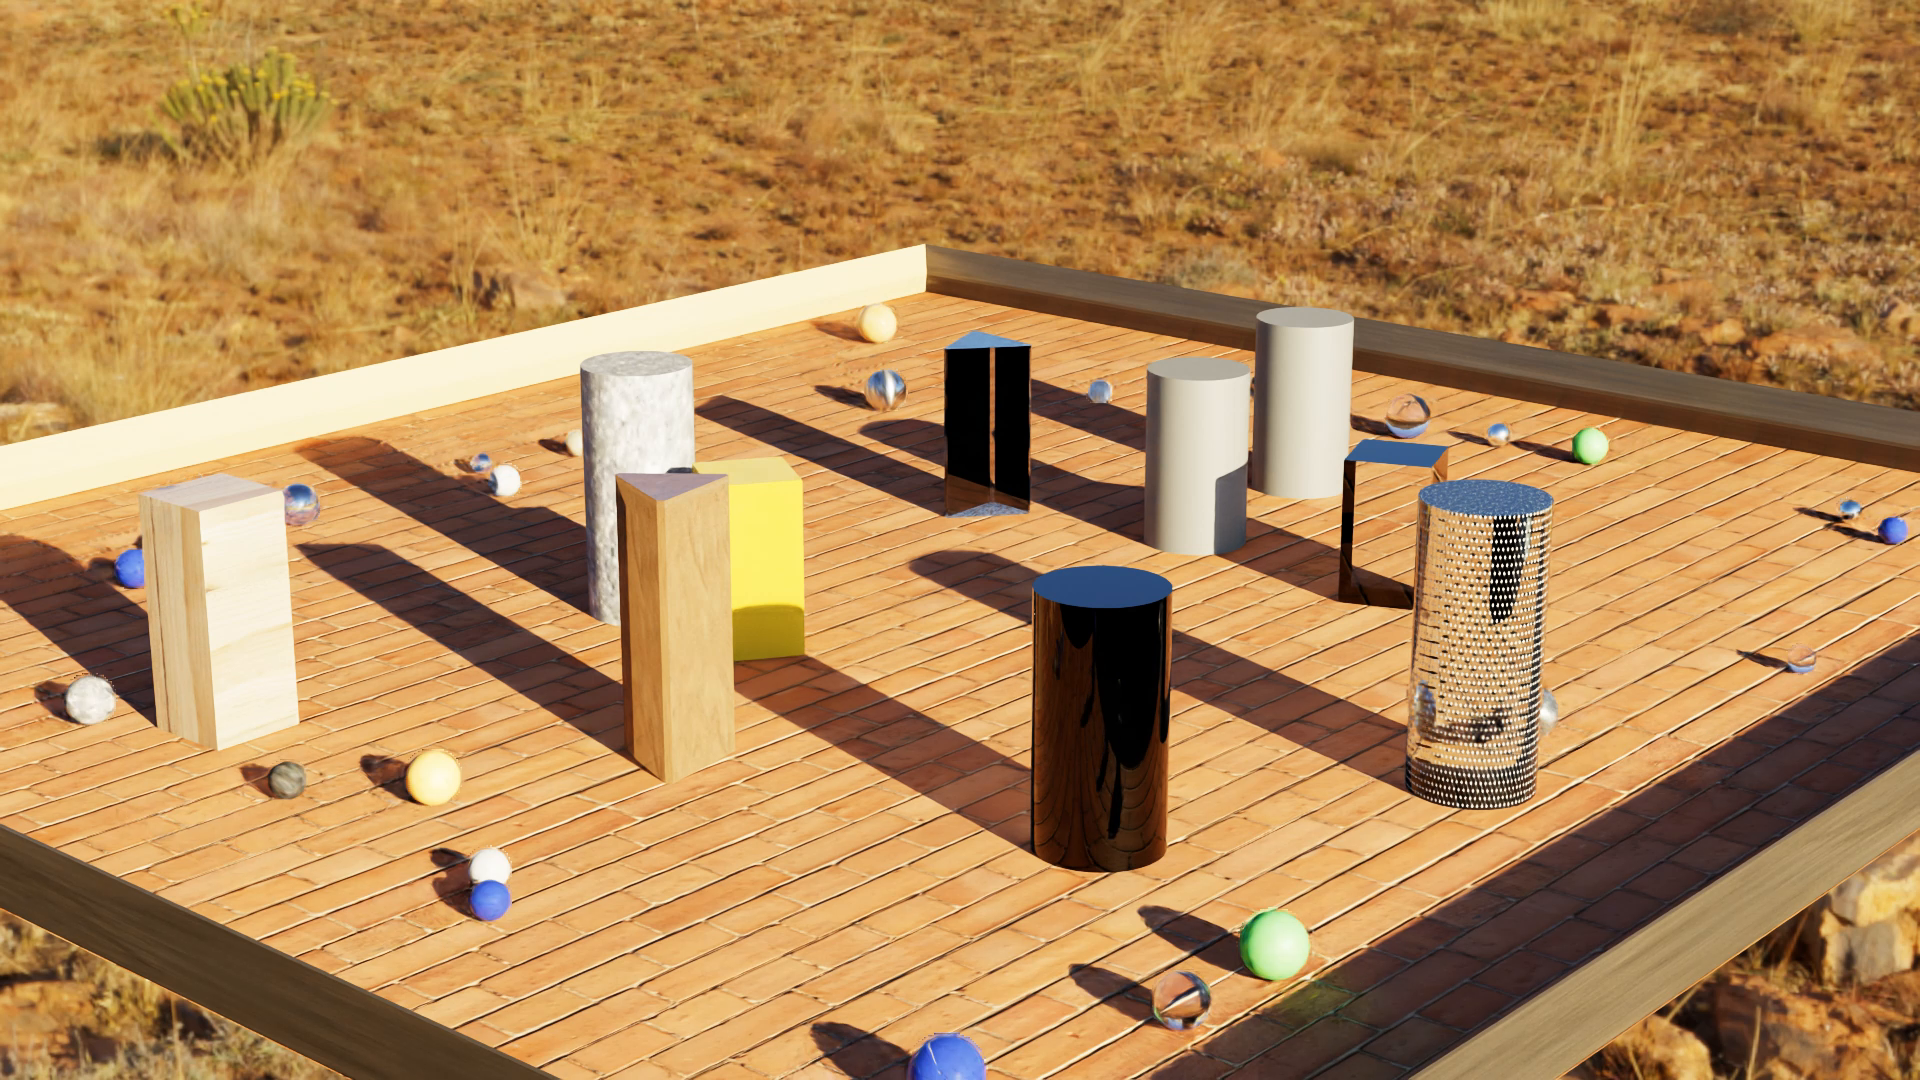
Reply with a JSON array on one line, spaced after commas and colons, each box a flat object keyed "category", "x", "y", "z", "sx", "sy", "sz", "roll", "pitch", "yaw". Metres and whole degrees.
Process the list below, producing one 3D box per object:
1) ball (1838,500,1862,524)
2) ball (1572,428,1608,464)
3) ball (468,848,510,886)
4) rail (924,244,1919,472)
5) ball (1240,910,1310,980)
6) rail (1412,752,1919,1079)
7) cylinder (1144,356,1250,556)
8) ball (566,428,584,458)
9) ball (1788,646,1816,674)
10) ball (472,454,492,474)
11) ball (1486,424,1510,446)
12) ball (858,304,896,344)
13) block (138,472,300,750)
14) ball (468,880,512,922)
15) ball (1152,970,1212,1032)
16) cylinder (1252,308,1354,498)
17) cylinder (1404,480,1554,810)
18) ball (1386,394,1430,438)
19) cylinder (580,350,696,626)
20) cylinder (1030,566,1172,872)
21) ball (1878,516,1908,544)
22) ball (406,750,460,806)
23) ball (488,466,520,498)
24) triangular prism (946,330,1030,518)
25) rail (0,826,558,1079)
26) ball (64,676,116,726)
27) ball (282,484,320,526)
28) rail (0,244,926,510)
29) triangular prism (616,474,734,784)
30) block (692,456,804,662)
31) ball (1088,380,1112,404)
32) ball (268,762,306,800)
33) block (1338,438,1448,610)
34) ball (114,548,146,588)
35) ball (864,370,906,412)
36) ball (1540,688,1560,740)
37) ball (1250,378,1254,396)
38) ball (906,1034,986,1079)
[{"category": "ball", "x": 1.680, "y": -0.053, "z": 5.534, "sx": 0.045, "sy": 0.045, "sz": 0.045, "roll": 0, "pitch": 17, "yaw": 0}, {"category": "ball", "x": 1.276, "y": -0.190, "z": 5.940, "sx": 0.073, "sy": 0.073, "sz": 0.073, "roll": 0, "pitch": 17, "yaw": 0}, {"category": "ball", "x": -0.625, "y": 0.437, "z": 3.894, "sx": 0.056, "sy": 0.056, "sz": 0.056, "roll": 0, "pitch": 17, "yaw": 0}, {"category": "rail", "x": 1.197, "y": -0.368, "z": 6.440, "sx": 3.449, "sy": 0.122, "sz": 0.045, "roll": 14, "pitch": 22, "yaw": 39}, {"category": "ball", "x": 0.389, "y": 0.502, "z": 3.628, "sx": 0.087, "sy": 0.087, "sz": 0.087, "roll": 0, "pitch": 17, "yaw": 0}, {"category": "rail", "x": 1.284, "y": 0.353, "z": 4.053, "sx": 0.045, "sy": 0.122, "sz": 3.698, "roll": 14, "pitch": 22, "yaw": 39}, {"category": "cylinder", "x": 0.435, "y": -0.156, "z": 5.388, "sx": 0.189, "sy": 0.327, "sz": 0.189, "roll": 0, "pitch": 17, "yaw": 0}, {"category": "ball", "x": -0.777, "y": -0.198, "z": 5.991, "sx": 0.059, "sy": 0.059, "sz": 0.059, "roll": 0, "pitch": 17, "yaw": 0}, {"category": "ball", "x": 1.356, "y": 0.193, "z": 4.721, "sx": 0.045, "sy": 0.045, "sz": 0.045, "roll": 0, "pitch": 17, "yaw": 0}, {"category": "ball", "x": -0.958, "y": -0.153, "z": 5.871, "sx": 0.042, "sy": 0.042, "sz": 0.042, "roll": 0, "pitch": 17, "yaw": 0}, {"category": "ball", "x": 1.115, "y": -0.218, "z": 6.071, "sx": 0.049, "sy": 0.049, "sz": 0.049, "roll": 0, "pitch": 17, "yaw": 0}, {"category": "ball", "x": -0.198, "y": -0.515, "z": 6.979, "sx": 0.094, "sy": 0.094, "sz": 0.094, "roll": 0, "pitch": 17, "yaw": 0}, {"category": "block", "x": -1.121, "y": 0.107, "z": 4.440, "sx": 0.151, "sy": 0.373, "sz": 0.151, "roll": 14, "pitch": 21, "yaw": 38}, {"category": "ball", "x": -0.609, "y": 0.467, "z": 3.799, "sx": 0.054, "sy": 0.054, "sz": 0.054, "roll": 0, "pitch": 17, "yaw": 0}, {"category": "ball", "x": 0.264, "y": 0.550, "z": 3.496, "sx": 0.072, "sy": 0.072, "sz": 0.072, "roll": 0, "pitch": 17, "yaw": 0}, {"category": "cylinder", "x": 0.670, "y": -0.270, "z": 5.742, "sx": 0.189, "sy": 0.340, "sz": 0.189, "roll": 0, "pitch": 17, "yaw": 0}, {"category": "cylinder", "x": 0.741, "y": 0.148, "z": 4.194, "sx": 0.189, "sy": 0.436, "sz": 0.189, "roll": 0, "pitch": 17, "yaw": 0}, {"category": "ball", "x": 0.937, "y": -0.259, "z": 6.131, "sx": 0.094, "sy": 0.094, "sz": 0.094, "roll": 0, "pitch": 17, "yaw": 0}, {"category": "cylinder", "x": -0.543, "y": -0.088, "z": 4.979, "sx": 0.189, "sy": 0.434, "sz": 0.189, "roll": 0, "pitch": 17, "yaw": 0}, {"category": "cylinder", "x": 0.191, "y": 0.242, "z": 3.988, "sx": 0.189, "sy": 0.376, "sz": 0.189, "roll": 0, "pitch": 17, "yaw": 0}, {"category": "ball", "x": 1.721, "y": -0.018, "z": 5.407, "sx": 0.052, "sy": 0.052, "sz": 0.052, "roll": 0, "pitch": 17, "yaw": 0}, {"category": "ball", "x": -0.751, "y": 0.340, "z": 4.179, "sx": 0.078, "sy": 0.078, "sz": 0.078, "roll": 0, "pitch": 17, "yaw": 0}, {"category": "ball", "x": -0.887, "y": -0.115, "z": 5.709, "sx": 0.062, "sy": 0.062, "sz": 0.062, "roll": 0, "pitch": 17, "yaw": 0}, {"category": "triangular prism", "x": 0.040, "y": -0.225, "z": 5.612, "sx": 0.163, "sy": 0.329, "sz": 0.141, "roll": -3, "pitch": 17, "yaw": -10}, {"category": "rail", "x": -1.197, "y": 0.429, "z": 3.801, "sx": 3.449, "sy": 0.122, "sz": 0.045, "roll": 14, "pitch": 22, "yaw": 39}, {"category": "ball", "x": -1.334, "y": 0.246, "z": 4.494, "sx": 0.075, "sy": 0.075, "sz": 0.075, "roll": 0, "pitch": 17, "yaw": 0}, {"category": "ball", "x": -1.246, "y": -0.066, "z": 5.517, "sx": 0.080, "sy": 0.080, "sz": 0.080, "roll": 0, "pitch": 17, "yaw": 0}, {"category": "rail", "x": -1.284, "y": -0.292, "z": 6.188, "sx": 0.045, "sy": 0.122, "sz": 3.698, "roll": 14, "pitch": 22, "yaw": 39}, {"category": "triangular prism", "x": -0.441, "y": 0.119, "z": 4.304, "sx": 0.141, "sy": 0.428, "sz": 0.163, "roll": 10, "pitch": 19, "yaw": 30}, {"category": "block", "x": -0.348, "y": 0.031, "z": 4.820, "sx": 0.151, "sy": 0.298, "sz": 0.151, "roll": -5, "pitch": 17, "yaw": -15}, {"category": "ball", "x": 0.307, "y": -0.324, "z": 6.420, "sx": 0.052, "sy": 0.052, "sz": 0.052, "roll": 0, "pitch": 17, "yaw": 0}, {"category": "ball", "x": -0.964, "y": 0.345, "z": 4.203, "sx": 0.054, "sy": 0.054, "sz": 0.054, "roll": 0, "pitch": 17, "yaw": 0}, {"category": "block", "x": 0.752, "y": -0.027, "z": 5.086, "sx": 0.151, "sy": 0.256, "sz": 0.151, "roll": 6, "pitch": 18, "yaw": 19}, {"category": "ball", "x": -1.450, "y": 0.050, "z": 5.152, "sx": 0.070, "sy": 0.070, "sz": 0.070, "roll": 0, "pitch": 17, "yaw": 0}, {"category": "ball", "x": -0.161, "y": -0.324, "z": 6.351, "sx": 0.091, "sy": 0.091, "sz": 0.091, "roll": 0, "pitch": 17, "yaw": 0}, {"category": "ball", "x": 0.860, "y": 0.260, "z": 4.426, "sx": 0.086, "sy": 0.086, "sz": 0.086, "roll": 0, "pitch": 17, "yaw": 0}, {"category": "ball", "x": 0.664, "y": -0.337, "z": 6.456, "sx": 0.056, "sy": 0.056, "sz": 0.056, "roll": 0, "pitch": 17, "yaw": 0}, {"category": "ball", "x": -0.015, "y": 0.601, "z": 3.293, "sx": 0.090, "sy": 0.090, "sz": 0.090, "roll": 0, "pitch": 17, "yaw": 0}]
